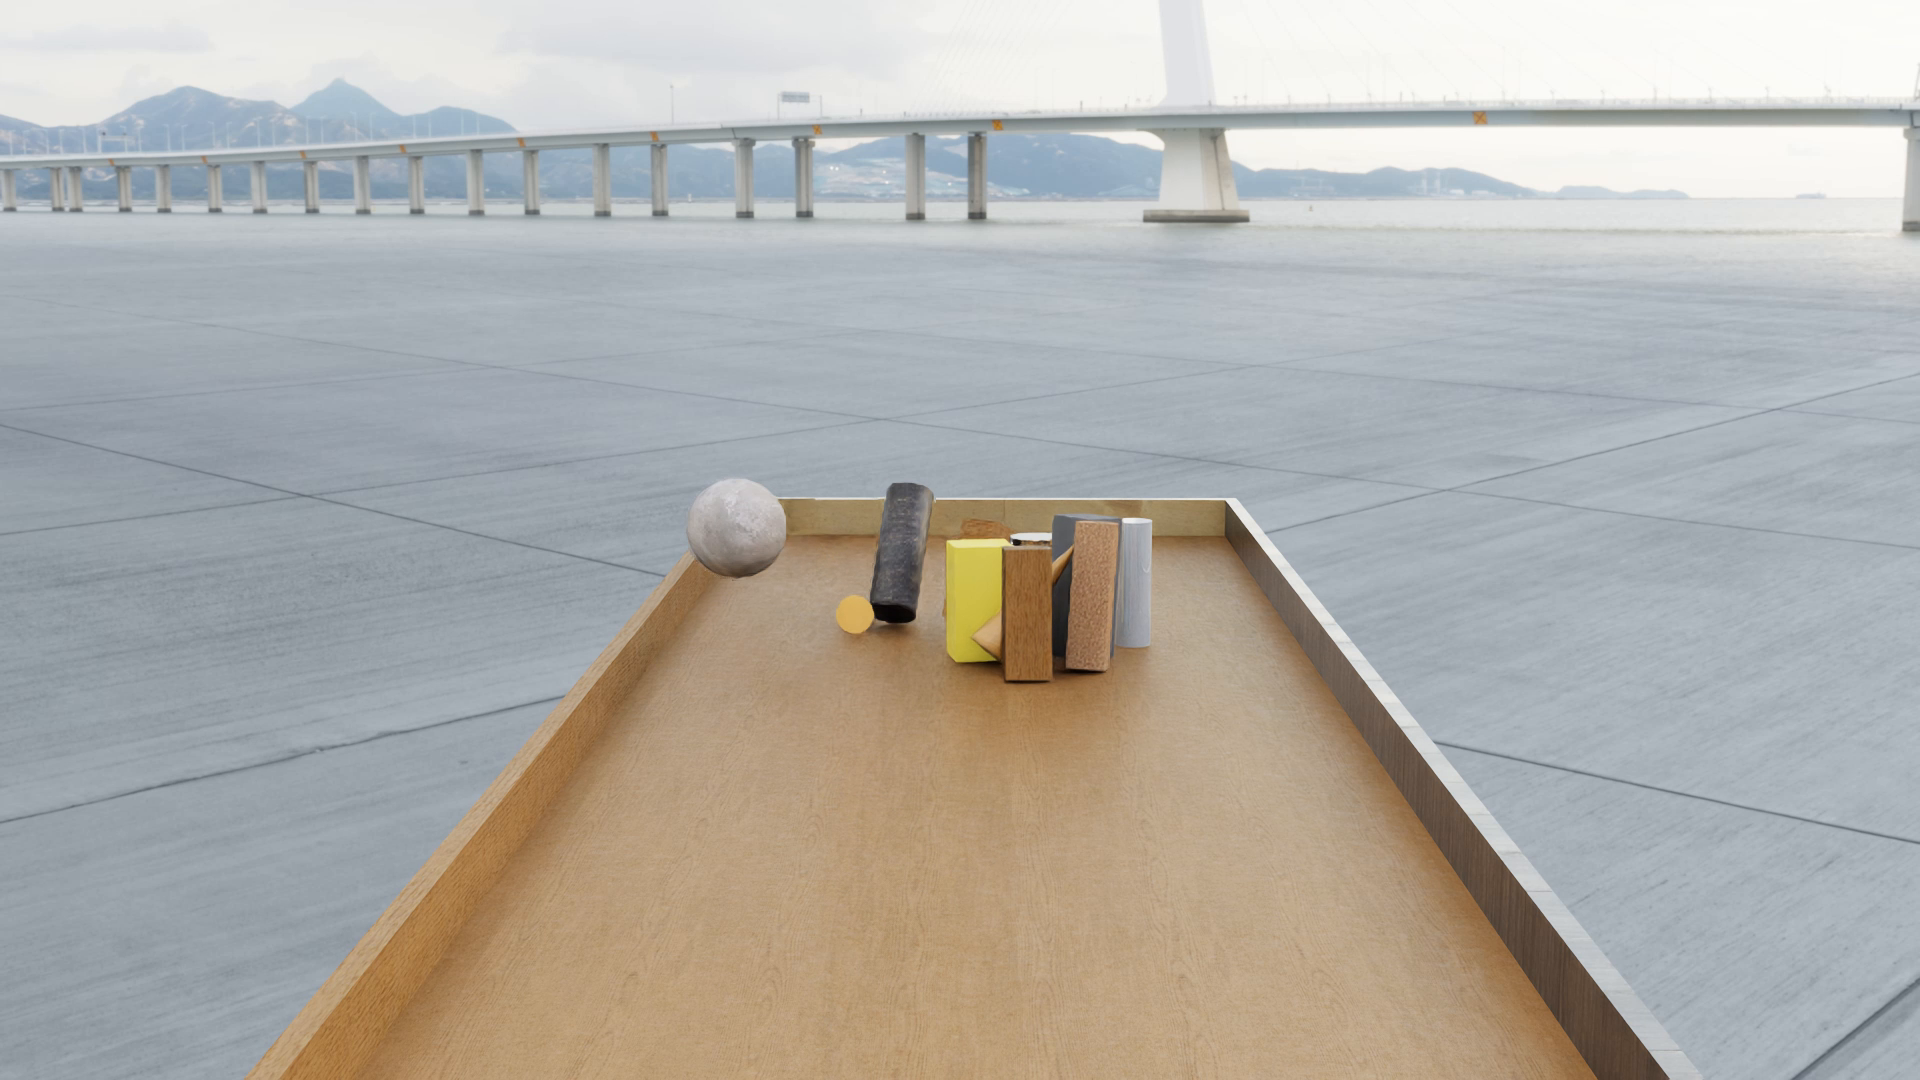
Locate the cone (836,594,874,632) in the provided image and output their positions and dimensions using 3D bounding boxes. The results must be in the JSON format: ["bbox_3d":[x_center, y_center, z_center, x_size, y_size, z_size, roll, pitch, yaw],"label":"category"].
[{"bbox_3d":[-0.367,0.246,7.265,0.122,0.122,0.316,-2,-3,-10],"label":"cone"}]

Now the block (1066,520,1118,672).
[{"bbox_3d":[0.393,0.165,6.535,0.115,0.433,0.115,4,2,10],"label":"block"}]

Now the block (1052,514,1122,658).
[{"bbox_3d":[0.377,0.142,6.709,0.150,0.428,0.150,8,6,40],"label":"block"}]

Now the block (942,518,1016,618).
[{"bbox_3d":[0.064,0.110,7.177,0.132,0.330,0.132,6,-12,33],"label":"block"}]

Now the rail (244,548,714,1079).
[{"bbox_3d":[-1.004,0.839,3.234,0.050,0.150,12.000,0,9,1],"label":"rail"}]

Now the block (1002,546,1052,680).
[{"bbox_3d":[0.195,0.212,6.426,0.135,0.379,0.135,-1,4,-3],"label":"block"}]

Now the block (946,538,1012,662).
[{"bbox_3d":[0.061,0.183,6.724,0.180,0.349,0.180,-1,8,-9],"label":"block"}]

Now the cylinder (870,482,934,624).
[{"bbox_3d":[-0.195,0.042,7.289,0.159,0.443,0.159,7,-25,3],"label":"cylinder"}]

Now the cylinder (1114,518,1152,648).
[{"bbox_3d":[0.544,0.134,6.910,0.114,0.393,0.114,0,9,0],"label":"cylinder"}]

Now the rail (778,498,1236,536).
[{"bbox_3d":[0.099,-0.098,9.147,2.100,0.150,0.050,0,9,1],"label":"rail"}]

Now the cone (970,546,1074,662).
[{"bbox_3d":[0.229,0.162,6.594,0.148,0.450,0.148,39,-4,3],"label":"cone"}]

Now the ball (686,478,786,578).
[{"bbox_3d":[-0.762,-0.040,7.505,0.341,0.341,0.341,0,9,0],"label":"ball"}]

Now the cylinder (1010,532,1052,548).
[{"bbox_3d":[0.238,0.155,6.954,0.160,0.336,0.160,0,9,0],"label":"cylinder"}]

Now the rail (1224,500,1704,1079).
[{"bbox_3d":[1.046,0.843,3.208,0.050,0.150,12.000,0,9,1],"label":"rail"}]
